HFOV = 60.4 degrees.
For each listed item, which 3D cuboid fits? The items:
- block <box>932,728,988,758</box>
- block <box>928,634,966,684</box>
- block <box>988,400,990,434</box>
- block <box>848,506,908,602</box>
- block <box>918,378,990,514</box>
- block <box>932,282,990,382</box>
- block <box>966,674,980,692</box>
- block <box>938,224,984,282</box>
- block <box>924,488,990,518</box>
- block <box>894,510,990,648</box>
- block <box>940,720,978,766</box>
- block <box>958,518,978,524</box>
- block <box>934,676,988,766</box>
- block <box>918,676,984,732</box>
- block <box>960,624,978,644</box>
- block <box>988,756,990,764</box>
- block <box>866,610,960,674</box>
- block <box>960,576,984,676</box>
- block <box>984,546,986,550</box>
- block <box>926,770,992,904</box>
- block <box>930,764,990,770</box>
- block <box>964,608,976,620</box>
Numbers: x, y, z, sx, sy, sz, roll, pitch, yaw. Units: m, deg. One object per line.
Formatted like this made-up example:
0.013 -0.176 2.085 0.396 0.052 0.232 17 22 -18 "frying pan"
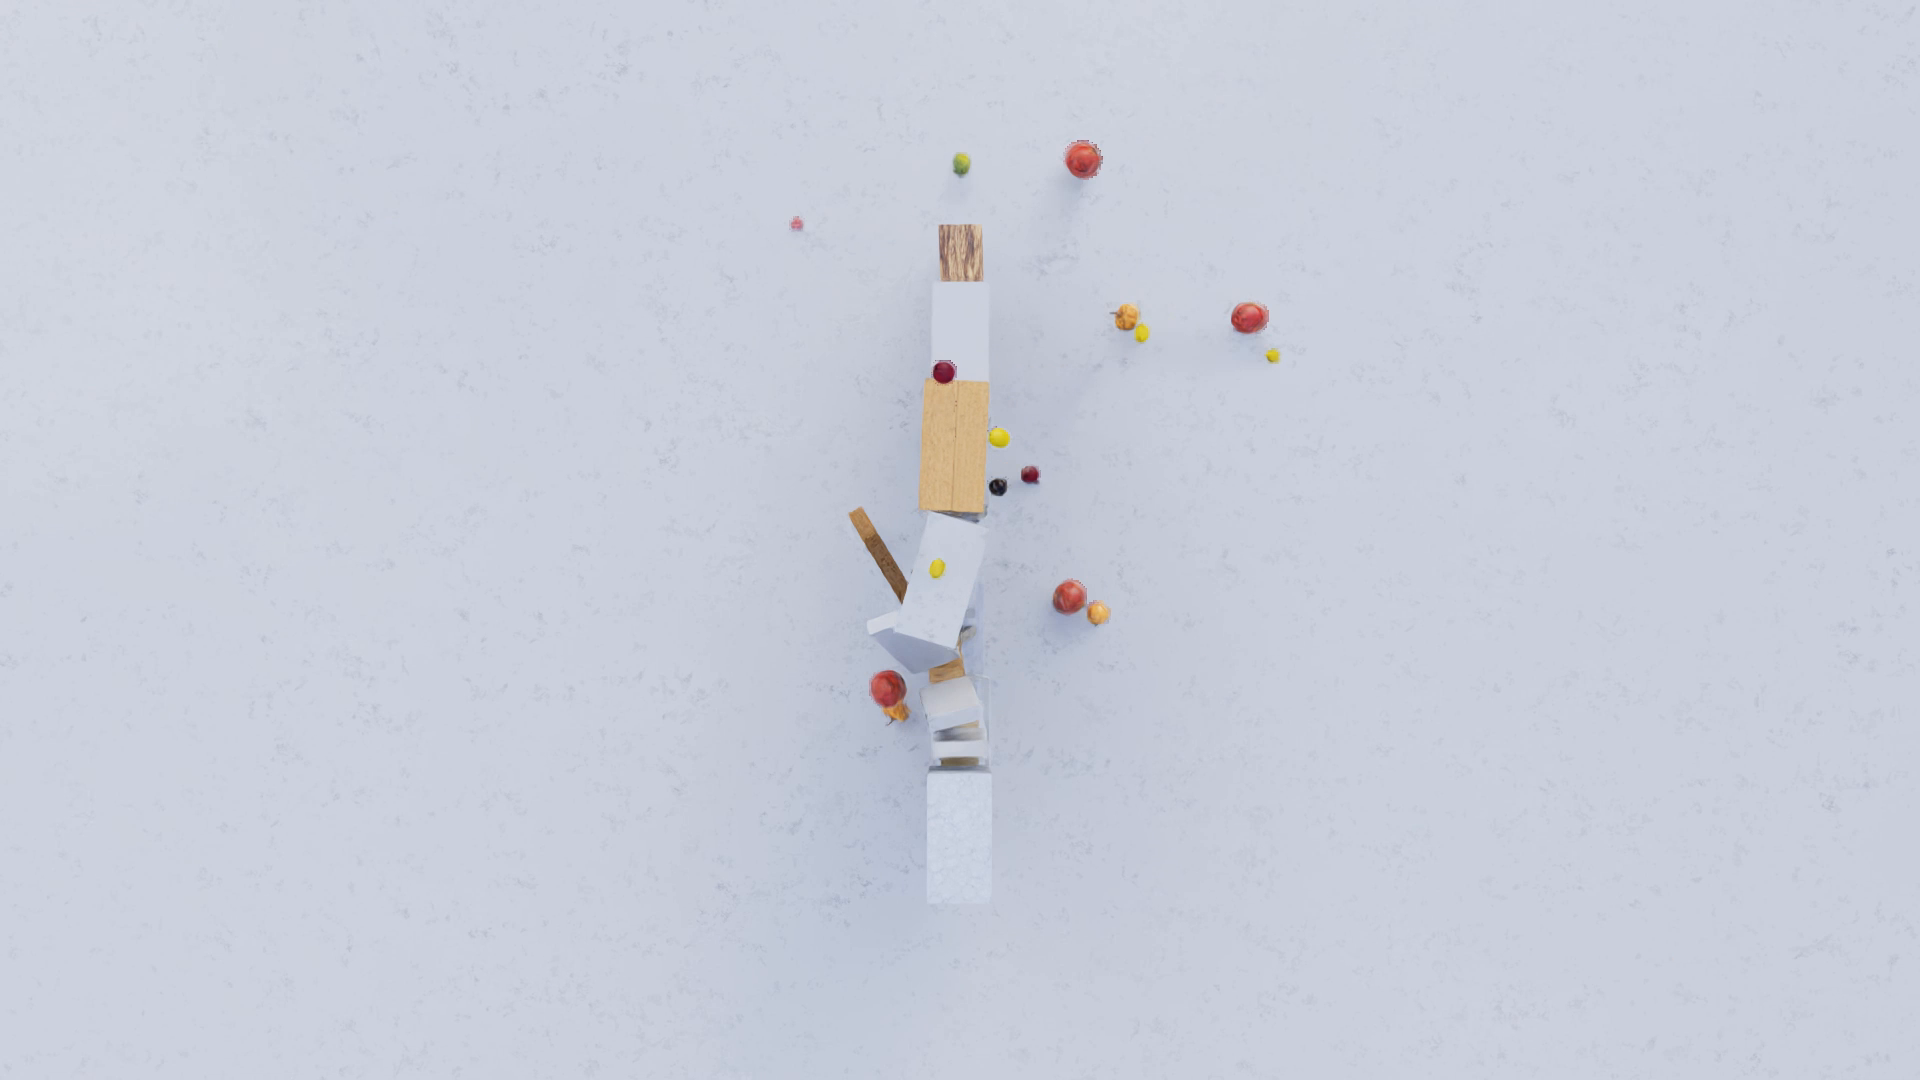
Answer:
0.000 0.577 4.702 0.152 0.304 0.043 -1 90 0 "block"
-0.043 0.370 4.874 0.103 0.029 0.205 -8 91 5 "block"
-0.004 -0.348 4.732 0.179 0.361 0.051 -1 86 0 "block"
-0.217 0.074 4.944 0.048 0.171 0.342 -31 124 -2 "block"
-0.016 -0.257 4.523 0.179 0.051 0.357 3 89 0 "block"
0.001 -0.556 4.577 0.158 0.045 0.315 0 90 0 "block"
0.000 0.435 5.000 0.103 0.205 0.029 -3 92 -4 "block"
0.005 -0.828 5.035 0.133 0.038 0.266 -2 90 0 "block"
-0.011 -0.108 4.726 0.179 0.357 0.051 3 85 -1 "block"
-0.049 0.108 4.510 0.171 0.048 0.342 16 92 -2 "block"
-0.002 0.587 4.871 0.111 0.031 0.222 0 91 0 "block"
-0.007 -0.063 4.926 0.119 0.034 0.238 4 90 0 "block"
0.004 0.598 5.136 0.170 0.048 0.340 0 90 0 "block"
-0.029 0.465 4.698 0.152 0.304 0.043 -13 102 -3 "block"
-0.023 0.294 5.017 0.103 0.240 0.029 -10 92 13 "block"
0.007 0.711 5.330 0.170 0.340 0.048 1 90 0 "block"
-0.129 0.285 4.701 0.152 0.324 0.043 -21 59 12 "block"
-0.001 0.268 5.168 0.155 0.044 0.310 0 90 0 "block"
-0.015 0.001 4.721 0.171 0.375 0.048 2 89 0 "block"
-0.002 0.806 4.480 0.176 0.050 0.352 0 90 0 "block"
-0.001 0.688 4.680 0.176 0.352 0.050 -1 90 0 "block"
-0.001 0.227 5.054 0.091 0.182 0.026 -3 89 -1 "block"
